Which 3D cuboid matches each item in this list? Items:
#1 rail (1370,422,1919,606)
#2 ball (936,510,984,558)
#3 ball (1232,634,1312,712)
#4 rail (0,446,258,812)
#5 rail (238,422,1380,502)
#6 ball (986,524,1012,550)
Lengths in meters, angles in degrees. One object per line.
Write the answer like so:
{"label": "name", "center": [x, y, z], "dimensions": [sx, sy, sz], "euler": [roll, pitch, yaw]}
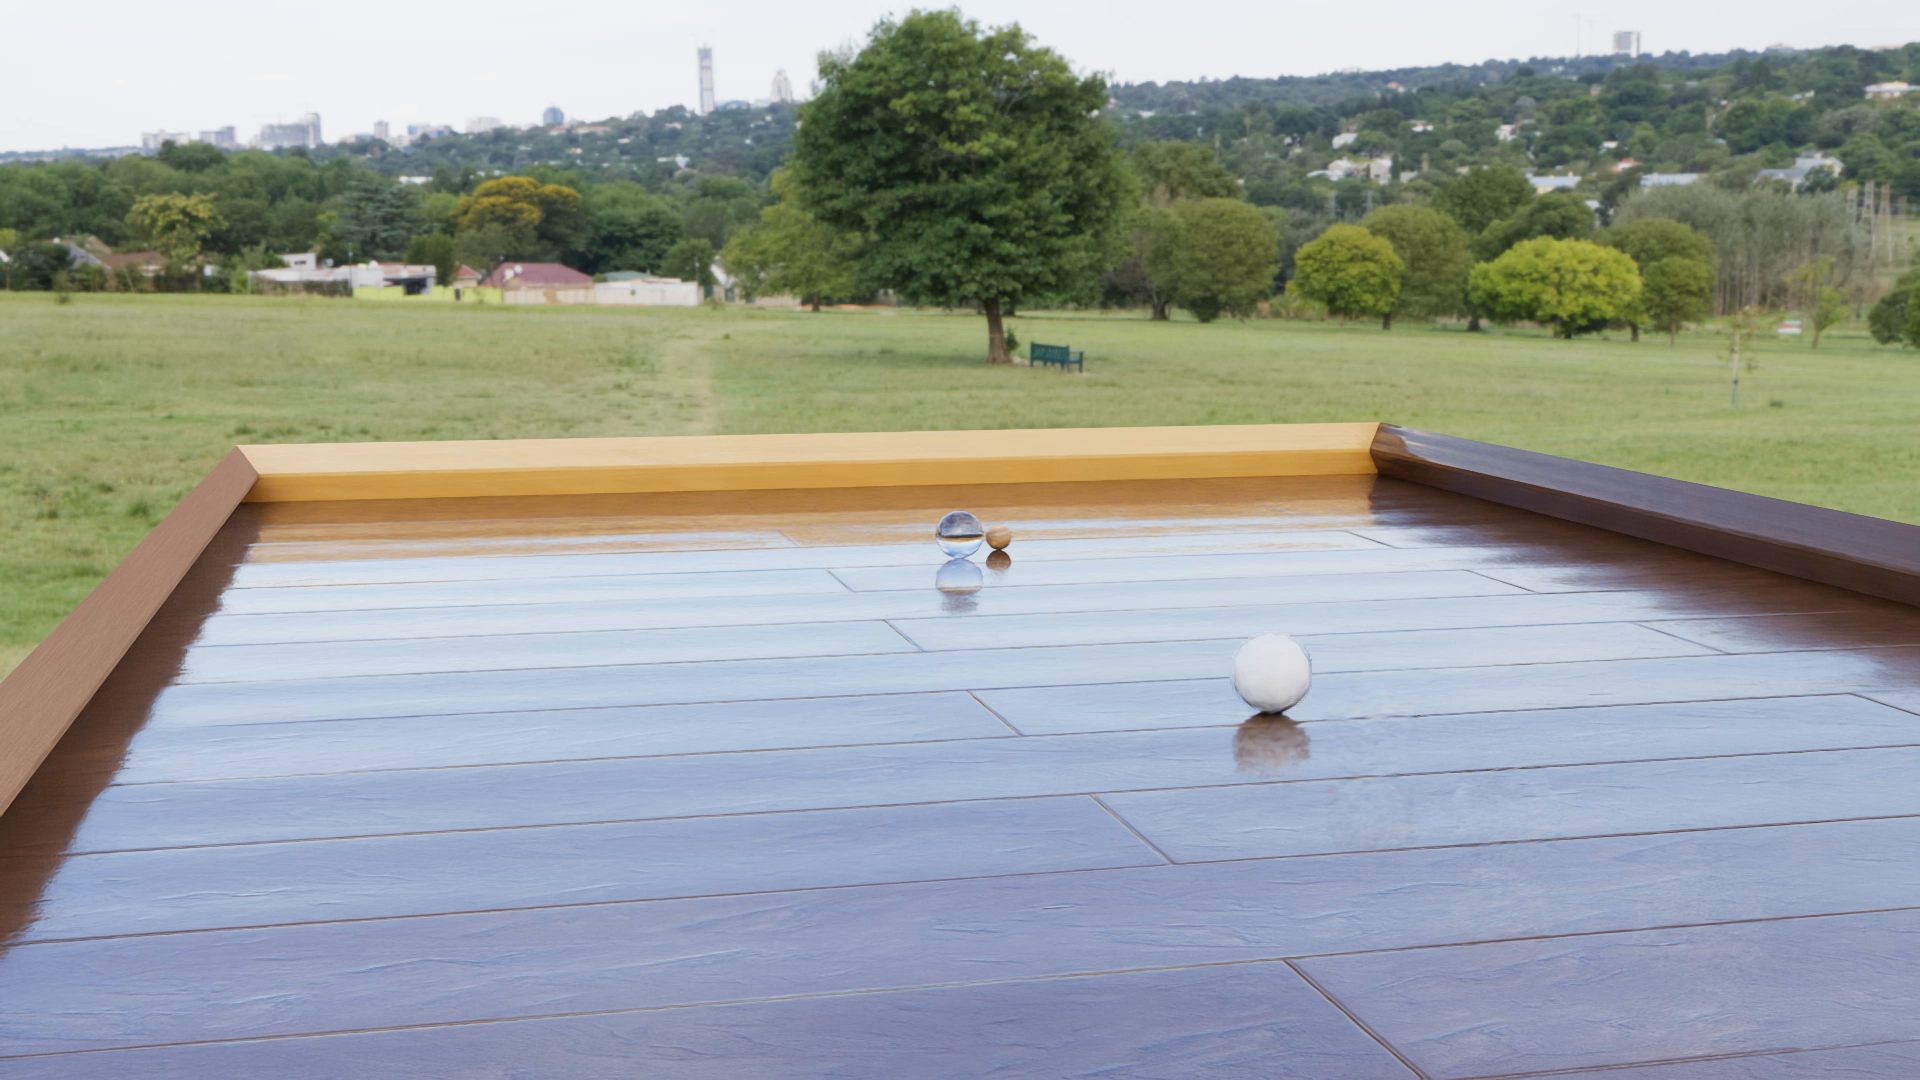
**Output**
{"label": "rail", "center": [1.434, 0.080, 2.860], "dimensions": [0.045, 0.114, 4.408], "euler": [-2, 8, -13]}
{"label": "ball", "center": [-0.001, -0.009, 3.653], "dimensions": [0.079, 0.079, 0.079], "euler": [0, 8, 0]}
{"label": "ball", "center": [0.349, 0.149, 2.459], "dimensions": [0.088, 0.088, 0.088], "euler": [0, 8, 0]}
{"label": "rail", "center": [-0.930, 0.155, 2.310], "dimensions": [0.045, 0.114, 4.408], "euler": [-2, 8, -13]}
{"label": "rail", "center": [-0.246, -0.168, 4.689], "dimensions": [2.476, 0.114, 0.045], "euler": [-2, 8, -13]}
{"label": "ball", "center": [0.066, -0.005, 3.755], "dimensions": [0.045, 0.045, 0.045], "euler": [0, 8, 0]}
